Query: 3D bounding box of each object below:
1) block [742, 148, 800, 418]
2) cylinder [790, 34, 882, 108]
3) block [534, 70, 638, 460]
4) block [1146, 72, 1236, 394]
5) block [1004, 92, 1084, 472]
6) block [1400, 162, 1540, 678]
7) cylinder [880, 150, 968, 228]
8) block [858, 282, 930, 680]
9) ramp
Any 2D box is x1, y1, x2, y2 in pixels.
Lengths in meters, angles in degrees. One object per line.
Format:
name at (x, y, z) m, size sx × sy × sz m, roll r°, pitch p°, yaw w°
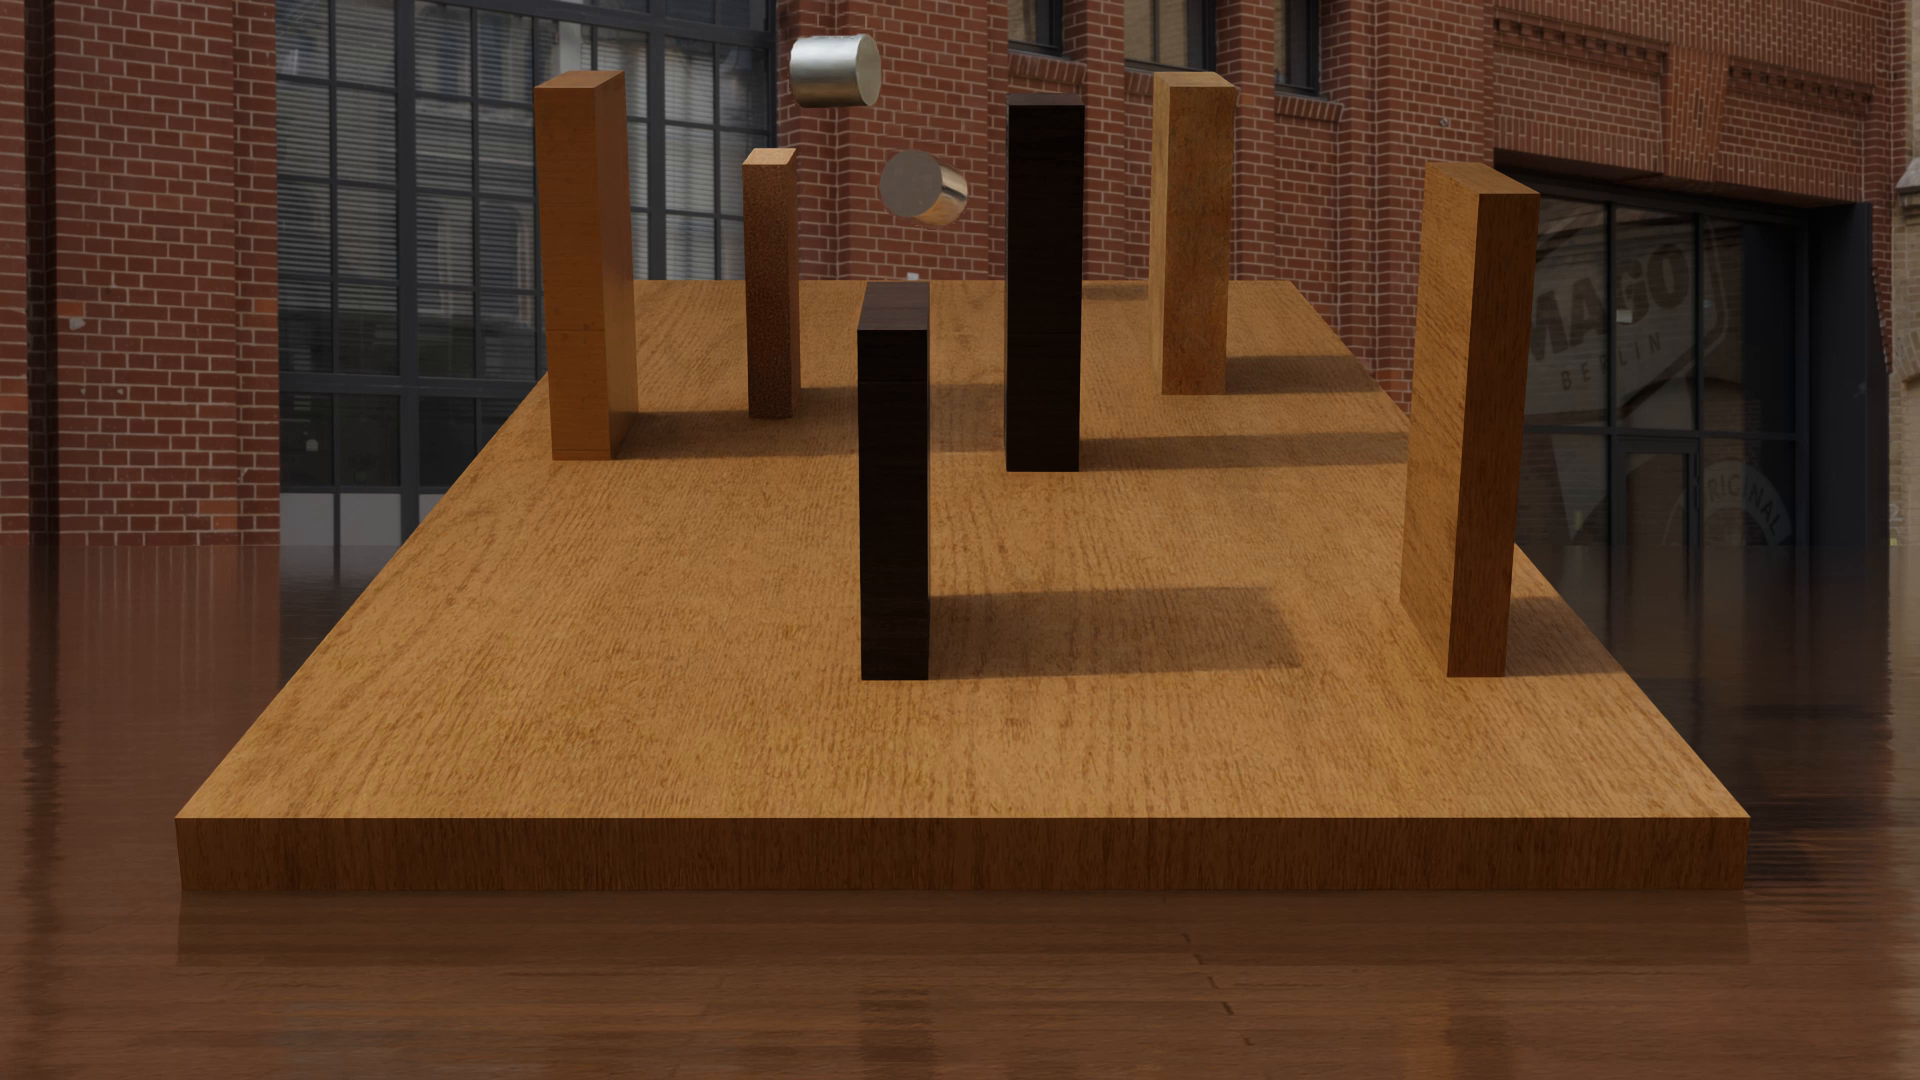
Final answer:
block at (-0.422, -0.583, 4.988) m, size 0.096 × 0.560 × 0.304 m, roll 0°, pitch 16°, yaw 0°
cylinder at (-0.367, -1.389, 6.558) m, size 0.207 × 0.207 × 0.207 m, roll 2°, pitch 1°, yaw 19°
block at (-0.779, -0.585, 4.652) m, size 0.119 × 0.754 × 0.425 m, roll 0°, pitch 16°, yaw 0°
block at (0.542, -0.734, 5.247) m, size 0.146 × 0.705 × 0.415 m, roll 0°, pitch 16°, yaw 0°
block at (0.167, -0.525, 4.492) m, size 0.146 × 0.730 × 0.262 m, roll 0°, pitch 16°, yaw 0°
block at (0.771, -0.192, 3.383) m, size 0.086 × 0.721 × 0.366 m, roll 0°, pitch 16°, yaw 0°
cylinder at (-0.101, -0.985, 6.209) m, size 0.189 × 0.189 × 0.189 m, roll 0°, pitch -1°, yaw 22°
block at (-0.098, -0.102, 3.412) m, size 0.099 × 0.529 × 0.402 m, roll 0°, pitch 16°, yaw 0°
ramp at (-0.002, -0.166, 4.741) m, size 2.000 × 0.100 × 4.000 m, roll 0°, pitch 16°, yaw 0°
